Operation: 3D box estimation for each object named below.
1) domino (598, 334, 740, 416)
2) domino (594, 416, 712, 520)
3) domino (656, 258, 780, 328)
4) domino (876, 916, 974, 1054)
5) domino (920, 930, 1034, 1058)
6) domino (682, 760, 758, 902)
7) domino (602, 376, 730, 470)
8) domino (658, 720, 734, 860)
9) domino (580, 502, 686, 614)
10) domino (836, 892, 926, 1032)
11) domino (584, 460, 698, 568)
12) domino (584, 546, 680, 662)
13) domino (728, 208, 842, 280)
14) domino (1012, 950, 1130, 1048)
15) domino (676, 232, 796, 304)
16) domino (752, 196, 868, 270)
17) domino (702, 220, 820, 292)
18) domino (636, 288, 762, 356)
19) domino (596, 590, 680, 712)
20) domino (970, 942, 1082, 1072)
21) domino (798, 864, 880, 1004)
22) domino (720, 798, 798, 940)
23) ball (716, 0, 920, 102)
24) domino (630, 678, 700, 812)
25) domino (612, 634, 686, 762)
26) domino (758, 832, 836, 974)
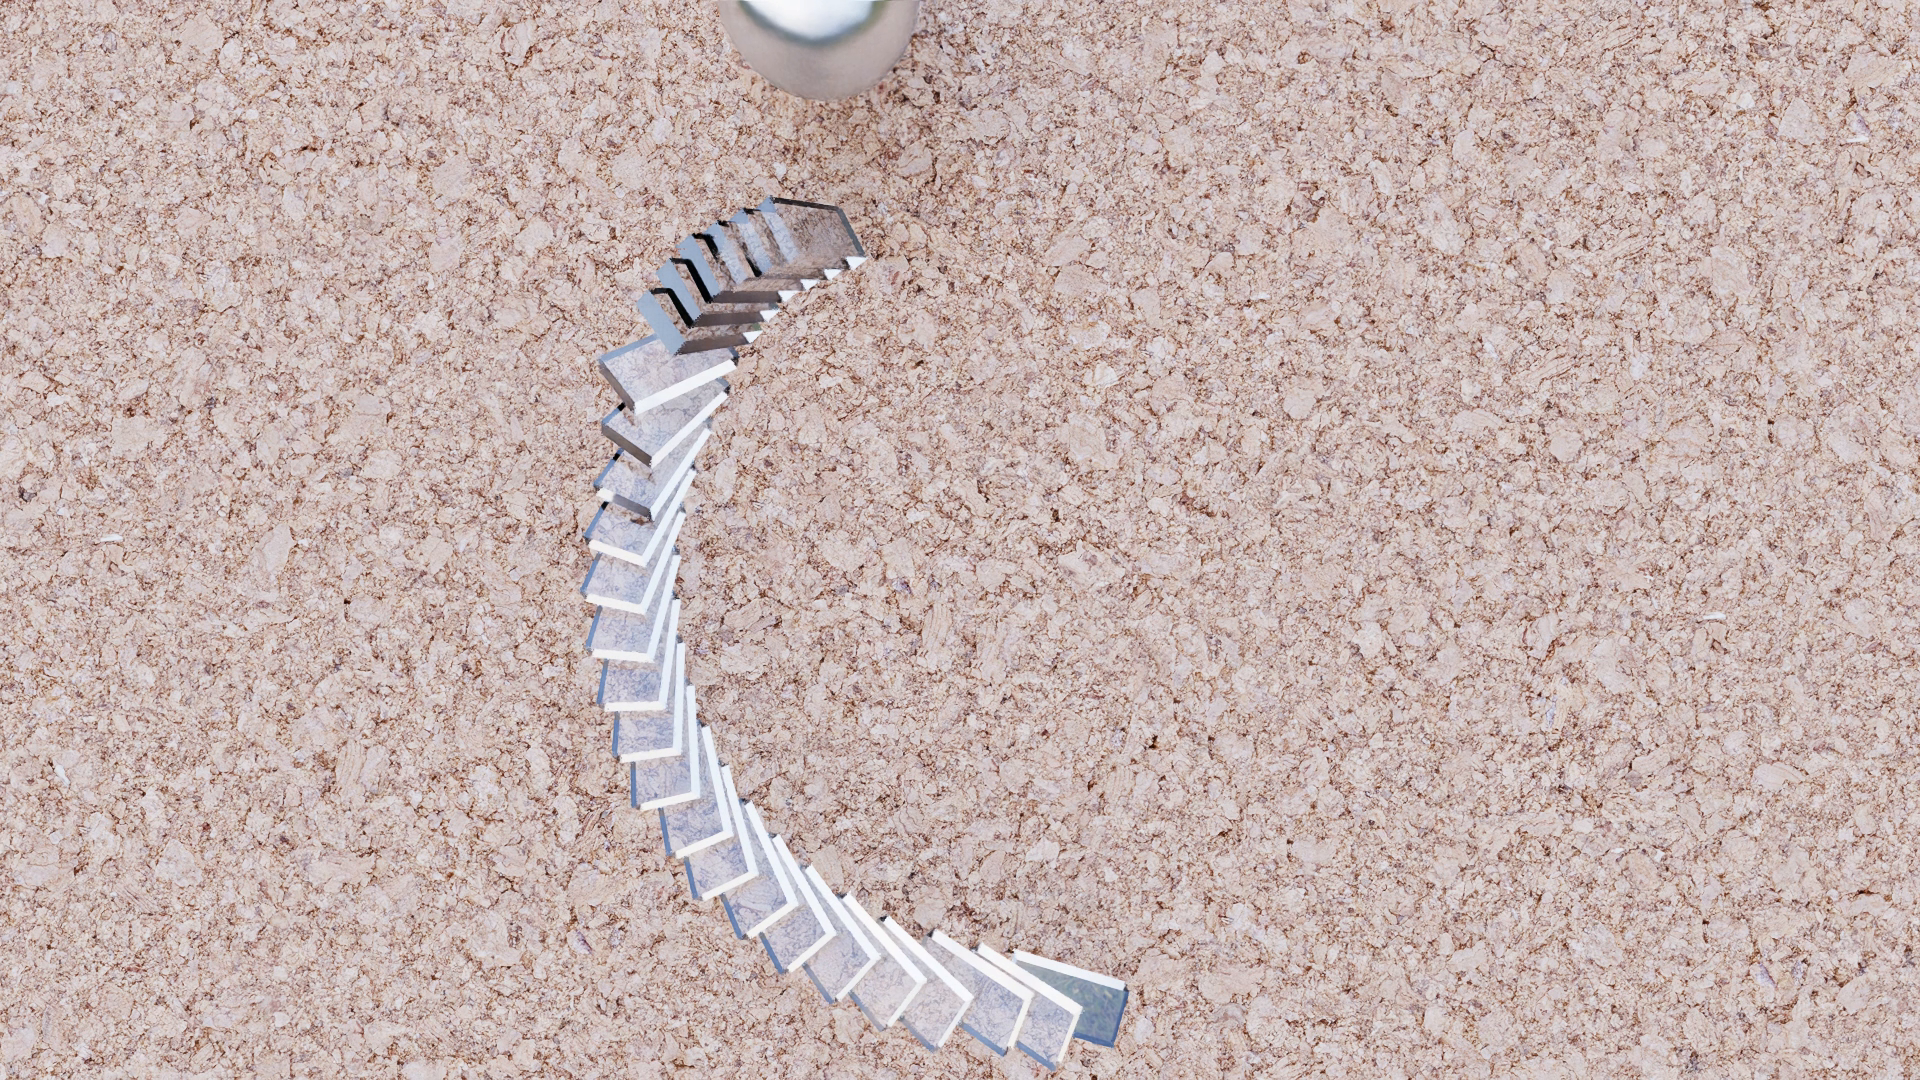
[{"bbox_3d":[-0.120,-0.074,0.381,0.050,0.009,0.025,-34,80,-31],"label":"domino"},{"bbox_3d":[-0.127,-0.035,0.383,0.025,0.009,0.050,24,60,0],"label":"domino"},{"bbox_3d":[-0.098,-0.102,0.376,0.009,0.050,0.025,-30,90,30],"label":"domino"},{"bbox_3d":[-0.021,0.185,0.384,0.050,0.009,0.025,33,90,28],"label":"domino"},{"bbox_3d":[0.003,0.189,0.384,0.050,0.009,0.025,22,92,28],"label":"domino"},{"bbox_3d":[-0.104,0.121,0.383,0.025,0.010,0.050,-26,60,0],"label":"domino"},{"bbox_3d":[-0.122,-0.055,0.382,0.025,0.010,0.050,35,57,0],"label":"domino"},{"bbox_3d":[-0.114,0.104,0.383,0.025,0.009,0.050,-23,60,0],"label":"domino"},{"bbox_3d":[-0.136,0.004,0.383,0.025,0.009,0.050,13,60,0],"label":"domino"},{"bbox_3d":[-0.040,0.176,0.384,0.050,0.010,0.025,37,90,28],"label":"domino"},{"bbox_3d":[-0.133,-0.016,0.383,0.025,0.010,0.050,19,60,0],"label":"domino"},{"bbox_3d":[-0.136,0.025,0.383,0.025,0.010,0.050,5,60,0],"label":"domino"},{"bbox_3d":[-0.070,-0.121,0.376,0.009,0.050,0.025,-28,90,30],"label":"domino"},{"bbox_3d":[0.045,0.198,0.395,0.050,0.010,0.025,16,90,0],"label":"domino"},{"bbox_3d":[-0.090,-0.111,0.376,0.010,0.050,0.025,-28,90,30],"label":"domino"},{"bbox_3d":[-0.060,-0.125,0.376,0.010,0.050,0.025,-28,90,30],"label":"domino"},{"bbox_3d":[-0.080,-0.116,0.376,0.009,0.050,0.025,-28,90,30],"label":"domino"},{"bbox_3d":[-0.106,-0.091,0.376,0.009,0.050,0.025,-36,89,30],"label":"domino"},{"bbox_3d":[-0.134,0.046,0.383,0.025,0.010,0.050,-2,60,0],"label":"domino"},{"bbox_3d":[0.023,0.194,0.383,0.050,0.010,0.025,21,92,28],"label":"domino"},{"bbox_3d":[-0.059,0.164,0.384,0.025,0.010,0.050,-47,62,0],"label":"domino"},{"bbox_3d":[-0.090,0.137,0.383,0.025,0.009,0.050,-35,60,0],"label":"domino"},{"bbox_3d":[-0.055,-0.217,0.360,0.080,0.080,0.080,0,90,0],"label":"ball"},{"bbox_3d":[-0.124,0.085,0.383,0.025,0.010,0.050,-13,60,0],"label":"domino"},{"bbox_3d":[-0.130,0.066,0.383,0.025,0.009,0.050,-8,60,0],"label":"domino"},{"bbox_3d":[-0.076,0.151,0.383,0.025,0.010,0.050,-41,60,0],"label":"domino"}]
